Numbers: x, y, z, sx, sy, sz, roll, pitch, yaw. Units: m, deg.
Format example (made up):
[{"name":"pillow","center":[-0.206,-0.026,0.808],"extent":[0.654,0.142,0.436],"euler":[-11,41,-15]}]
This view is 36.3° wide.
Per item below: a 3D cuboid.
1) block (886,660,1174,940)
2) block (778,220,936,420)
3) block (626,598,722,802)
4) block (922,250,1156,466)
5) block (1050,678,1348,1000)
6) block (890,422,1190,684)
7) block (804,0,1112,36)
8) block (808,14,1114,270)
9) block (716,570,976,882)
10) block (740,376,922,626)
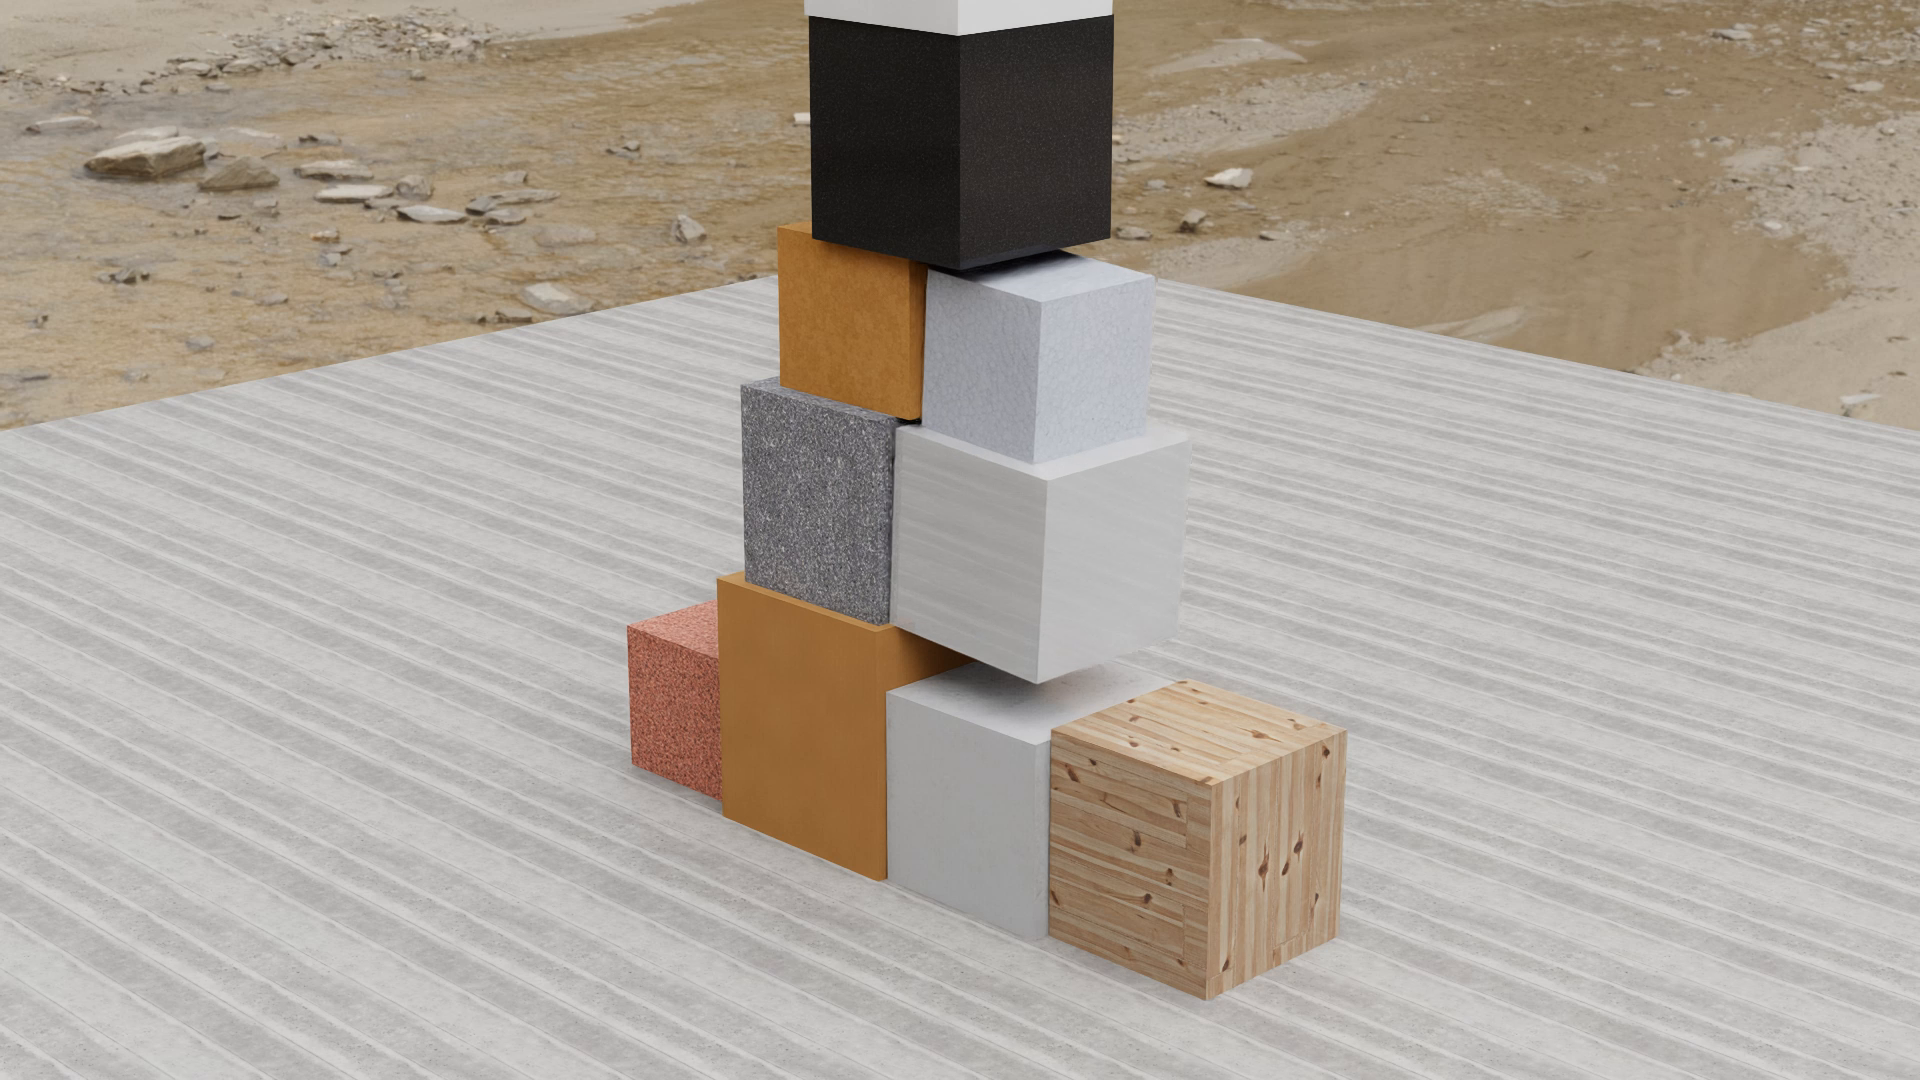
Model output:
[{"name":"block","center":[0.352,1.107,13.298],"extent":[1.010,0.914,0.924],"euler":[-17,24,-42]},{"name":"block","center":[-0.231,-1.053,13.279],"extent":[0.821,0.738,0.851],"euler":[-17,24,-42]},{"name":"block","center":[-1.049,0.770,14.663],"extent":[0.876,0.738,0.829],"euler":[-17,24,-42]},{"name":"block","center":[0.337,-0.817,12.745],"extent":[0.711,0.714,0.679],"euler":[-17,27,-42]},{"name":"block","center":[1.024,1.271,12.687],"extent":[0.895,0.968,0.899],"euler":[-17,24,-42]},{"name":"block","center":[0.346,-0.033,12.977],"extent":[0.909,0.917,0.914],"euler":[-17,27,-42]},{"name":"block","center":[-0.007,-2.645,12.503],"extent":[0.938,0.806,0.935],"euler":[-17,24,-42]},{"name":"block","center":[0.006,-1.798,12.783],"extent":[0.939,0.980,0.923],"euler":[-17,24,-42]},{"name":"block","center":[-0.367,0.753,13.938],"extent":[1.104,1.206,1.086],"euler":[-17,24,-42]},{"name":"block","center":[-0.331,-0.269,13.595],"extent":[0.999,0.948,0.906],"euler":[-17,24,-42]}]
